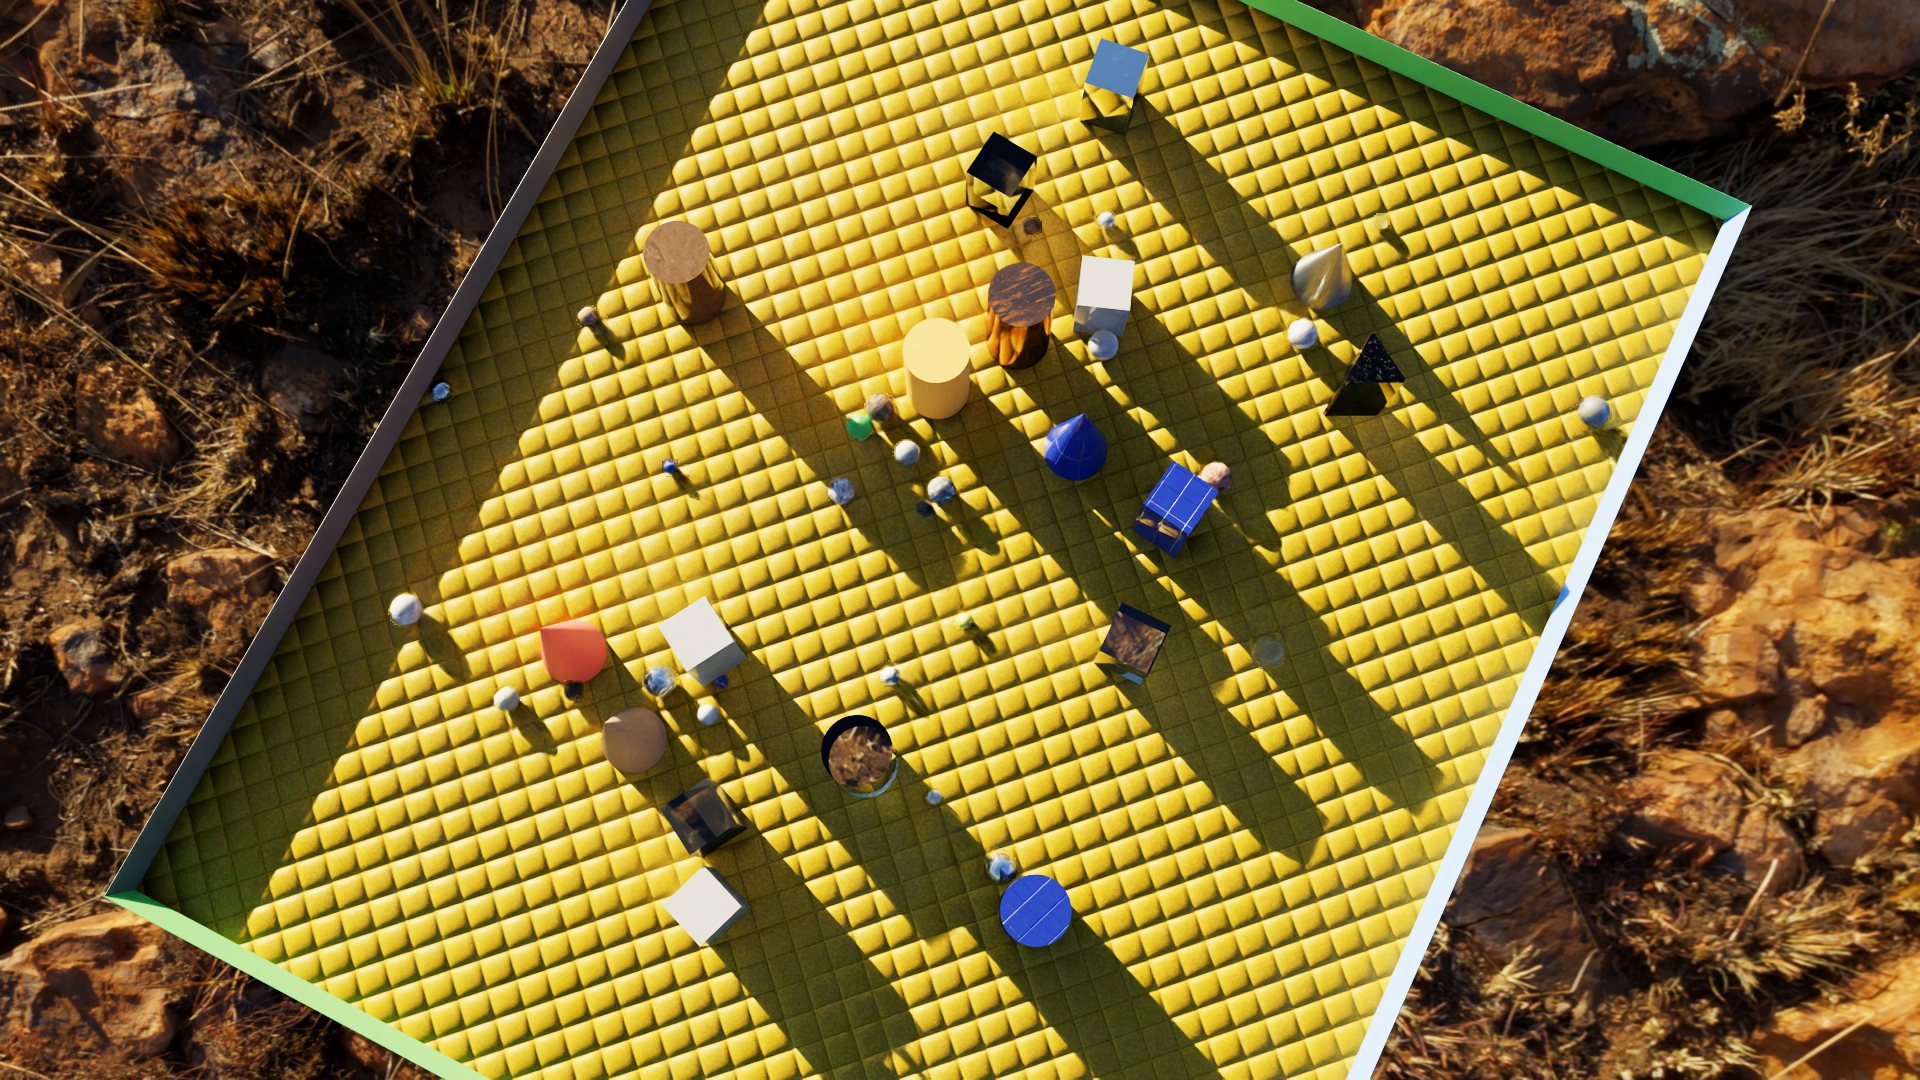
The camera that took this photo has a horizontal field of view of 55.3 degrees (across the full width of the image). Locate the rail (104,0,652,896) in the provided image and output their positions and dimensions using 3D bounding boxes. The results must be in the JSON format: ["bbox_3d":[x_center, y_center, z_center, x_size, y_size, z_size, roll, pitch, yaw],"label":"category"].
[{"bbox_3d":[-1.529,-0.742,5.704,0.045,0.128,4.092,26,80,5],"label":"rail"}]

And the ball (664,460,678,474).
[{"bbox_3d":[-0.891,-0.224,5.641,0.043,0.043,0.043,0,78,0],"label":"ball"}]

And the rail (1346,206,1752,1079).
[{"bbox_3d":[1.529,0.755,5.394,0.045,0.128,4.092,26,80,5],"label":"rail"}]

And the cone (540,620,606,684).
[{"bbox_3d":[-1.168,0.292,5.319,0.197,0.465,0.197,0,78,0],"label":"cone"}]

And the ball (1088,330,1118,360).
[{"bbox_3d":[0.445,-0.606,5.694,0.094,0.094,0.094,0,78,0],"label":"ball"}]

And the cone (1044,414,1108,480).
[{"bbox_3d":[0.358,-0.322,5.467,0.197,0.423,0.197,0,78,0],"label":"cone"}]

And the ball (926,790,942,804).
[{"bbox_3d":[-0.077,0.763,5.437,0.043,0.043,0.043,0,78,0],"label":"ball"}]

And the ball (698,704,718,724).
[{"bbox_3d":[-0.755,0.521,5.477,0.062,0.062,0.062,0,78,0],"label":"ball"}]

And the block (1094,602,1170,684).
[{"bbox_3d":[0.508,0.309,5.429,0.158,0.243,0.158,25,79,5],"label":"block"}]

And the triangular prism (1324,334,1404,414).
[{"bbox_3d":[1.214,-0.499,5.538,0.171,0.356,0.148,0,78,0],"label":"triangular prism"}]

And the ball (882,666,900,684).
[{"bbox_3d":[-0.207,0.407,5.504,0.056,0.056,0.056,0,78,0],"label":"ball"}]

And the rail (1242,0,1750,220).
[{"bbox_3d":[0.904,-1.764,5.915,3.466,0.128,0.045,26,80,5],"label":"rail"}]

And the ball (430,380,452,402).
[{"bbox_3d":[-1.607,-0.463,5.677,0.069,0.069,0.069,0,78,0],"label":"ball"}]

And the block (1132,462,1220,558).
[{"bbox_3d":[0.638,-0.087,5.454,0.158,0.354,0.158,35,80,7],"label":"block"}]

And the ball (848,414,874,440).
[{"bbox_3d":[-0.305,-0.348,5.648,0.081,0.081,0.081,0,78,0],"label":"ball"}]

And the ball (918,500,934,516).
[{"bbox_3d":[-0.105,-0.096,5.612,0.047,0.047,0.047,0,78,0],"label":"ball"}]

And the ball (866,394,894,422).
[{"bbox_3d":[-0.245,-0.406,5.656,0.088,0.088,0.088,0,78,0],"label":"ball"}]

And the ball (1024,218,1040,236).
[{"bbox_3d":[0.227,-0.990,5.795,0.052,0.052,0.052,0,78,0],"label":"ball"}]

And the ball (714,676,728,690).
[{"bbox_3d":[-0.718,0.427,5.506,0.042,0.042,0.042,0,78,0],"label":"ball"}]

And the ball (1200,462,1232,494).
[{"bbox_3d":[0.785,-0.190,5.607,0.097,0.097,0.097,0,78,0],"label":"ball"}]

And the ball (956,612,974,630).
[{"bbox_3d":[0.015,0.244,5.540,0.051,0.051,0.051,0,78,0],"label":"ball"}]

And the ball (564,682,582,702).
[{"bbox_3d":[-1.160,0.453,5.493,0.058,0.058,0.058,0,78,0],"label":"ball"}]

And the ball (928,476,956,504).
[{"bbox_3d":[-0.056,-0.153,5.605,0.085,0.085,0.085,0,78,0],"label":"ball"}]

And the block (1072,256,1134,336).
[{"bbox_3d":[0.440,-0.749,5.644,0.158,0.250,0.158,6,78,1],"label":"block"}]

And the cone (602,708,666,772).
[{"bbox_3d":[-0.977,0.550,5.260,0.197,0.476,0.197,0,78,0],"label":"cone"}]

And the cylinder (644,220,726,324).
[{"bbox_3d":[-0.837,-0.811,5.591,0.197,0.379,0.197,0,78,0],"label":"cylinder"}]

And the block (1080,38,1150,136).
[{"bbox_3d":[0.483,-1.424,5.772,0.158,0.273,0.158,19,79,4],"label":"block"}]

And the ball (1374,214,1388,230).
[{"bbox_3d":[1.333,-1.006,5.802,0.045,0.045,0.045,0,78,0],"label":"ball"}]

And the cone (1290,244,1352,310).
[{"bbox_3d":[1.142,-0.854,5.629,0.197,0.323,0.197,0,78,0],"label":"cone"}]

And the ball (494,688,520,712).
[{"bbox_3d":[-1.356,0.477,5.481,0.073,0.073,0.073,0,78,0],"label":"ball"}]

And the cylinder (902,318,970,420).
[{"bbox_3d":[-0.069,-0.512,5.521,0.197,0.394,0.197,0,78,0],"label":"cylinder"}]

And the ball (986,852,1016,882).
[{"bbox_3d":[0.119,0.961,5.373,0.088,0.088,0.088,0,78,0],"label":"ball"}]

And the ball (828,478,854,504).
[{"bbox_3d":[-0.362,-0.149,5.606,0.080,0.080,0.080,0,78,0],"label":"ball"}]

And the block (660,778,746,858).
[{"bbox_3d":[-0.740,0.808,5.314,0.158,0.265,0.158,-33,80,-7],"label":"block"}]

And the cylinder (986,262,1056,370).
[{"bbox_3d":[0.180,-0.671,5.539,0.197,0.425,0.197,0,78,0],"label":"cylinder"}]

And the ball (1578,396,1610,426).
[{"bbox_3d":[1.955,-0.396,5.651,0.094,0.094,0.094,0,78,0],"label":"ball"}]

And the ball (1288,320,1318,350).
[{"bbox_3d":[1.067,-0.641,5.702,0.093,0.093,0.093,0,78,0],"label":"ball"}]

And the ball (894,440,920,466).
[{"bbox_3d":[-0.161,-0.266,5.631,0.079,0.079,0.079,0,78,0],"label":"ball"}]

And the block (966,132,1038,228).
[{"bbox_3d":[0.128,-1.120,5.717,0.158,0.257,0.158,32,80,6],"label":"block"}]

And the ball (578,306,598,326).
[{"bbox_3d":[-1.164,-0.700,5.732,0.058,0.058,0.058,0,78,0],"label":"ball"}]

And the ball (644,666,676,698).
[{"bbox_3d":[-0.896,0.424,5.481,0.094,0.094,0.094,0,78,0],"label":"ball"}]

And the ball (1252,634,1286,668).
[{"bbox_3d":[0.927,0.333,5.497,0.099,0.099,0.099,0,78,0],"label":"ball"}]

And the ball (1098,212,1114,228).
[{"bbox_3d":[0.463,-1.013,5.800,0.052,0.052,0.052,0,78,0],"label":"ball"}]

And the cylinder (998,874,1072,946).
[{"bbox_3d":[0.210,1.057,5.224,0.197,0.340,0.197,0,78,0],"label":"cylinder"}]

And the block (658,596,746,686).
[{"bbox_3d":[-0.751,0.301,5.379,0.158,0.344,0.158,-33,80,-6],"label":"block"}]

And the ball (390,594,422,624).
[{"bbox_3d":[-1.669,0.209,5.526,0.094,0.094,0.094,0,78,0],"label":"ball"}]

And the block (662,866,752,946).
[{"bbox_3d":[-0.726,1.053,5.273,0.158,0.247,0.158,-44,82,-8],"label":"block"}]

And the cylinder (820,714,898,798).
[{"bbox_3d":[-0.282,0.624,5.248,0.197,0.469,0.197,0,78,0],"label":"cylinder"}]

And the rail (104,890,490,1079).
[{"bbox_3d":[-0.904,1.778,5.182,3.466,0.128,0.045,26,80,5],"label":"rail"}]
